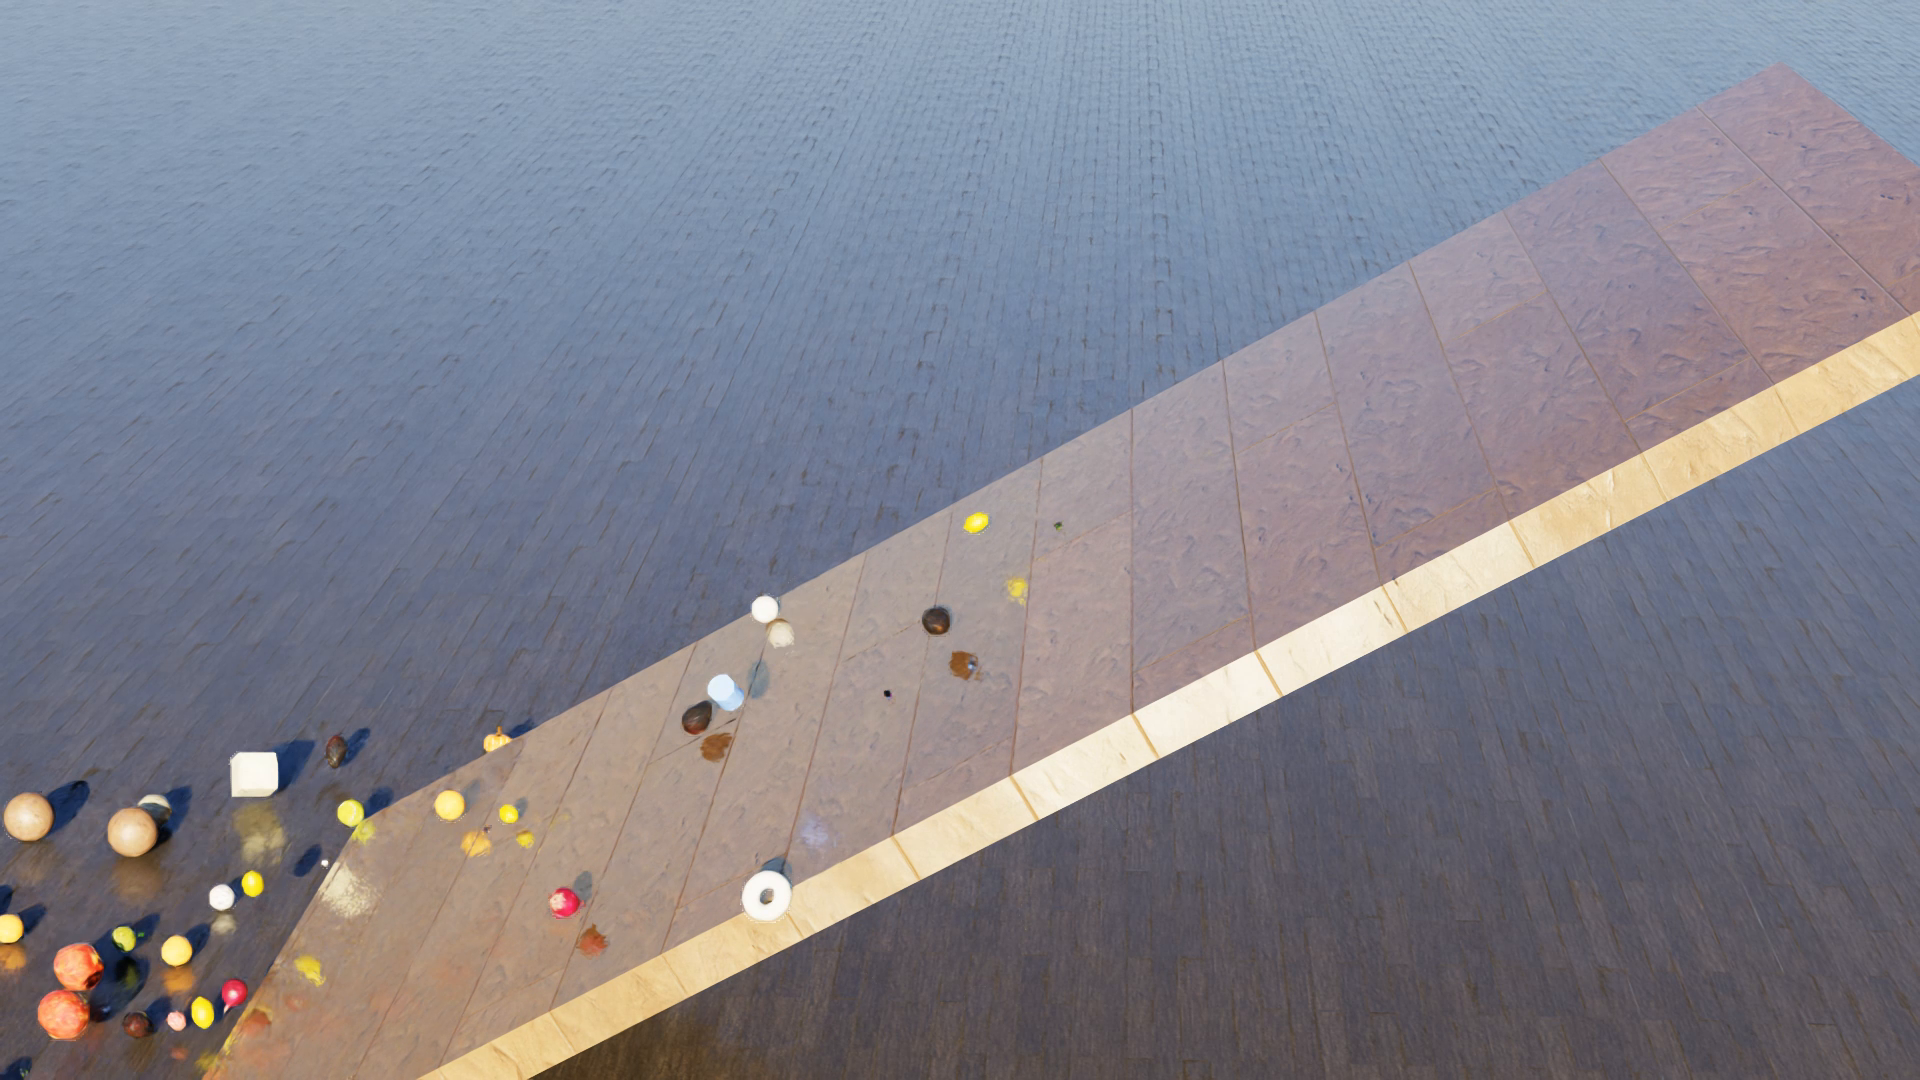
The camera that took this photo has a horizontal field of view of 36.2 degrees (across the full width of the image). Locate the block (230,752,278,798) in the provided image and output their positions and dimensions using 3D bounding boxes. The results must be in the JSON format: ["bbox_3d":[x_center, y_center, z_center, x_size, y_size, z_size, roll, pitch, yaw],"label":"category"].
[{"bbox_3d":[-1.904,0.633,7.938,0.099,0.099,0.099,2,-18,-27],"label":"block"}]

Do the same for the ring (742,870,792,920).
[{"bbox_3d":[-0.352,0.649,5.359,0.094,0.094,0.031,-8,12,-24],"label":"ring"}]

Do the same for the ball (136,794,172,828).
[{"bbox_3d":[-2.136,0.718,7.795,0.090,0.090,0.090,0,18,0],"label":"ball"}]

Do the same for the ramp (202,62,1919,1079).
[{"bbox_3d":[0.142,0.168,6.284,4.000,0.100,2.000,-28,15,12],"label":"ramp"}]

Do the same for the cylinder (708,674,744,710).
[{"bbox_3d":[-0.490,0.320,6.162,0.059,0.059,0.059,7,-21,21],"label":"cylinder"}]

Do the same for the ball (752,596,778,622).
[{"bbox_3d":[-0.477,0.169,7.190,0.067,0.067,0.067,0,18,0],"label":"ball"}]

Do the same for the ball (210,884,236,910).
[{"bbox_3d":[-1.838,0.890,7.323,0.063,0.063,0.063,0,18,0],"label":"ball"}]
